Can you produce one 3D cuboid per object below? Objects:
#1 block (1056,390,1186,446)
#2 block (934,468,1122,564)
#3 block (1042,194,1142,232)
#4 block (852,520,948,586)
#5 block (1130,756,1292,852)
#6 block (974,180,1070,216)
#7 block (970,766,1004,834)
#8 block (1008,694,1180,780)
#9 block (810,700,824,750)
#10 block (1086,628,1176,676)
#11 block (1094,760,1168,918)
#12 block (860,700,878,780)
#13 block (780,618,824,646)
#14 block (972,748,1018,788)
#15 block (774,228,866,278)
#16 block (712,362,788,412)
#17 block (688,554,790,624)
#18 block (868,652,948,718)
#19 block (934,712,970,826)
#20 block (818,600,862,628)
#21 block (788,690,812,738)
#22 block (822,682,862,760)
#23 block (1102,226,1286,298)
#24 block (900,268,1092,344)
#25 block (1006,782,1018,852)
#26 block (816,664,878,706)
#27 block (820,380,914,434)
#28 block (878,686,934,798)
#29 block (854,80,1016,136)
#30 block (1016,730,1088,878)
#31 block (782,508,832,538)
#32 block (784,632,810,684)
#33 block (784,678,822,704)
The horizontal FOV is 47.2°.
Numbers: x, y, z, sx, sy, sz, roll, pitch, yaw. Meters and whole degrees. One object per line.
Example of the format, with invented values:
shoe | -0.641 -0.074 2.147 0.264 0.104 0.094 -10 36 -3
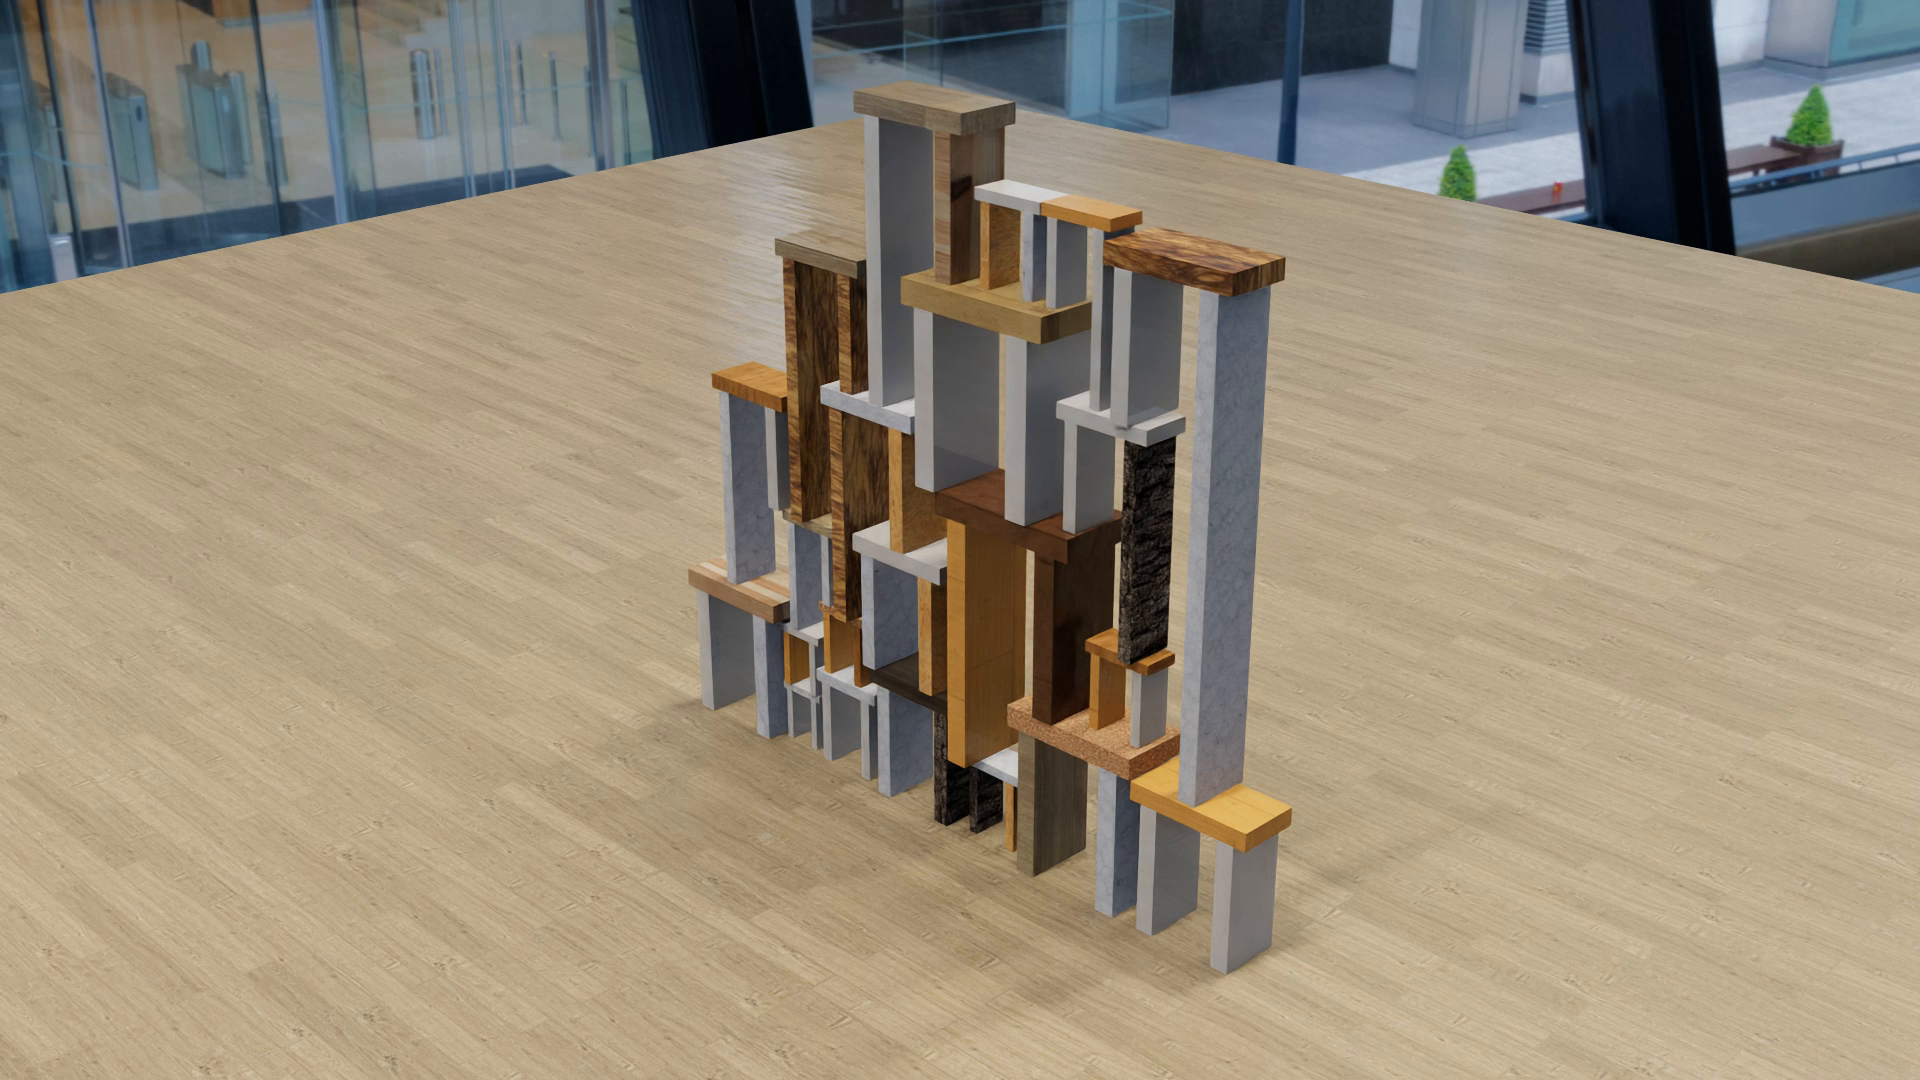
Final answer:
block | 0.279 -0.214 3.828 0.208 0.029 0.104 21 31 40
block | 0.131 -0.048 4.067 0.336 0.048 0.168 21 31 41
block | 0.224 -0.558 3.747 0.080 0.023 0.160 -21 30 -40
block | -0.083 0.021 4.318 0.246 0.035 0.123 21 31 41
block | 0.447 0.471 3.931 0.263 0.037 0.131 21 31 41
block | 0.109 -0.601 3.855 0.158 0.022 0.079 21 31 41
block | 0.053 0.504 4.382 0.021 0.148 0.074 21 31 41
block | 0.250 0.351 4.101 0.303 0.043 0.152 21 31 41
block | -0.291 0.386 4.703 0.016 0.115 0.058 21 31 41
block | 0.308 0.203 3.985 0.075 0.021 0.150 -21 31 -40
block | 0.322 0.539 4.103 0.043 0.303 0.152 21 31 41
block | -0.165 0.404 4.581 0.025 0.178 0.089 21 31 41
block | -0.318 0.189 4.642 0.061 0.017 0.122 -21 31 -41
block | 0.088 0.440 4.317 0.074 0.021 0.148 -21 31 -41
block | -0.235 -0.555 4.243 0.118 0.034 0.237 -21 31 -41
block | -0.398 -0.316 4.526 0.110 0.031 0.221 -21 31 -41
block | -0.442 0.099 4.749 0.283 0.040 0.142 21 31 41
block | -0.054 0.286 4.410 0.247 0.035 0.123 21 31 41
block | 0.004 0.439 4.411 0.035 0.247 0.123 21 31 41
block | -0.219 0.145 4.524 0.137 0.019 0.068 21 31 41
block | -0.345 0.365 4.753 0.016 0.115 0.058 21 31 41
block | -0.249 0.371 4.659 0.025 0.178 0.089 21 31 41
block | 0.383 -0.460 3.620 0.274 0.039 0.137 21 31 41
block | 0.077 -0.431 3.952 0.349 0.049 0.175 21 31 41
block | 0.123 0.531 4.318 0.021 0.148 0.074 21 31 41
block | -0.207 0.294 4.580 0.178 0.025 0.089 21 31 41
block | -0.138 -0.267 4.257 0.253 0.036 0.126 21 31 41
block | -0.112 0.393 4.518 0.035 0.247 0.123 21 31 41
block | -0.047 -0.778 3.951 0.138 0.039 0.275 -21 31 -41
block | 0.179 0.483 4.235 0.043 0.303 0.152 21 31 41
block | -0.285 -0.043 4.515 0.156 0.022 0.078 21 31 41
block | -0.347 0.242 4.696 0.017 0.122 0.061 21 31 41
block | -0.318 0.315 4.702 0.115 0.016 0.058 21 31 41
